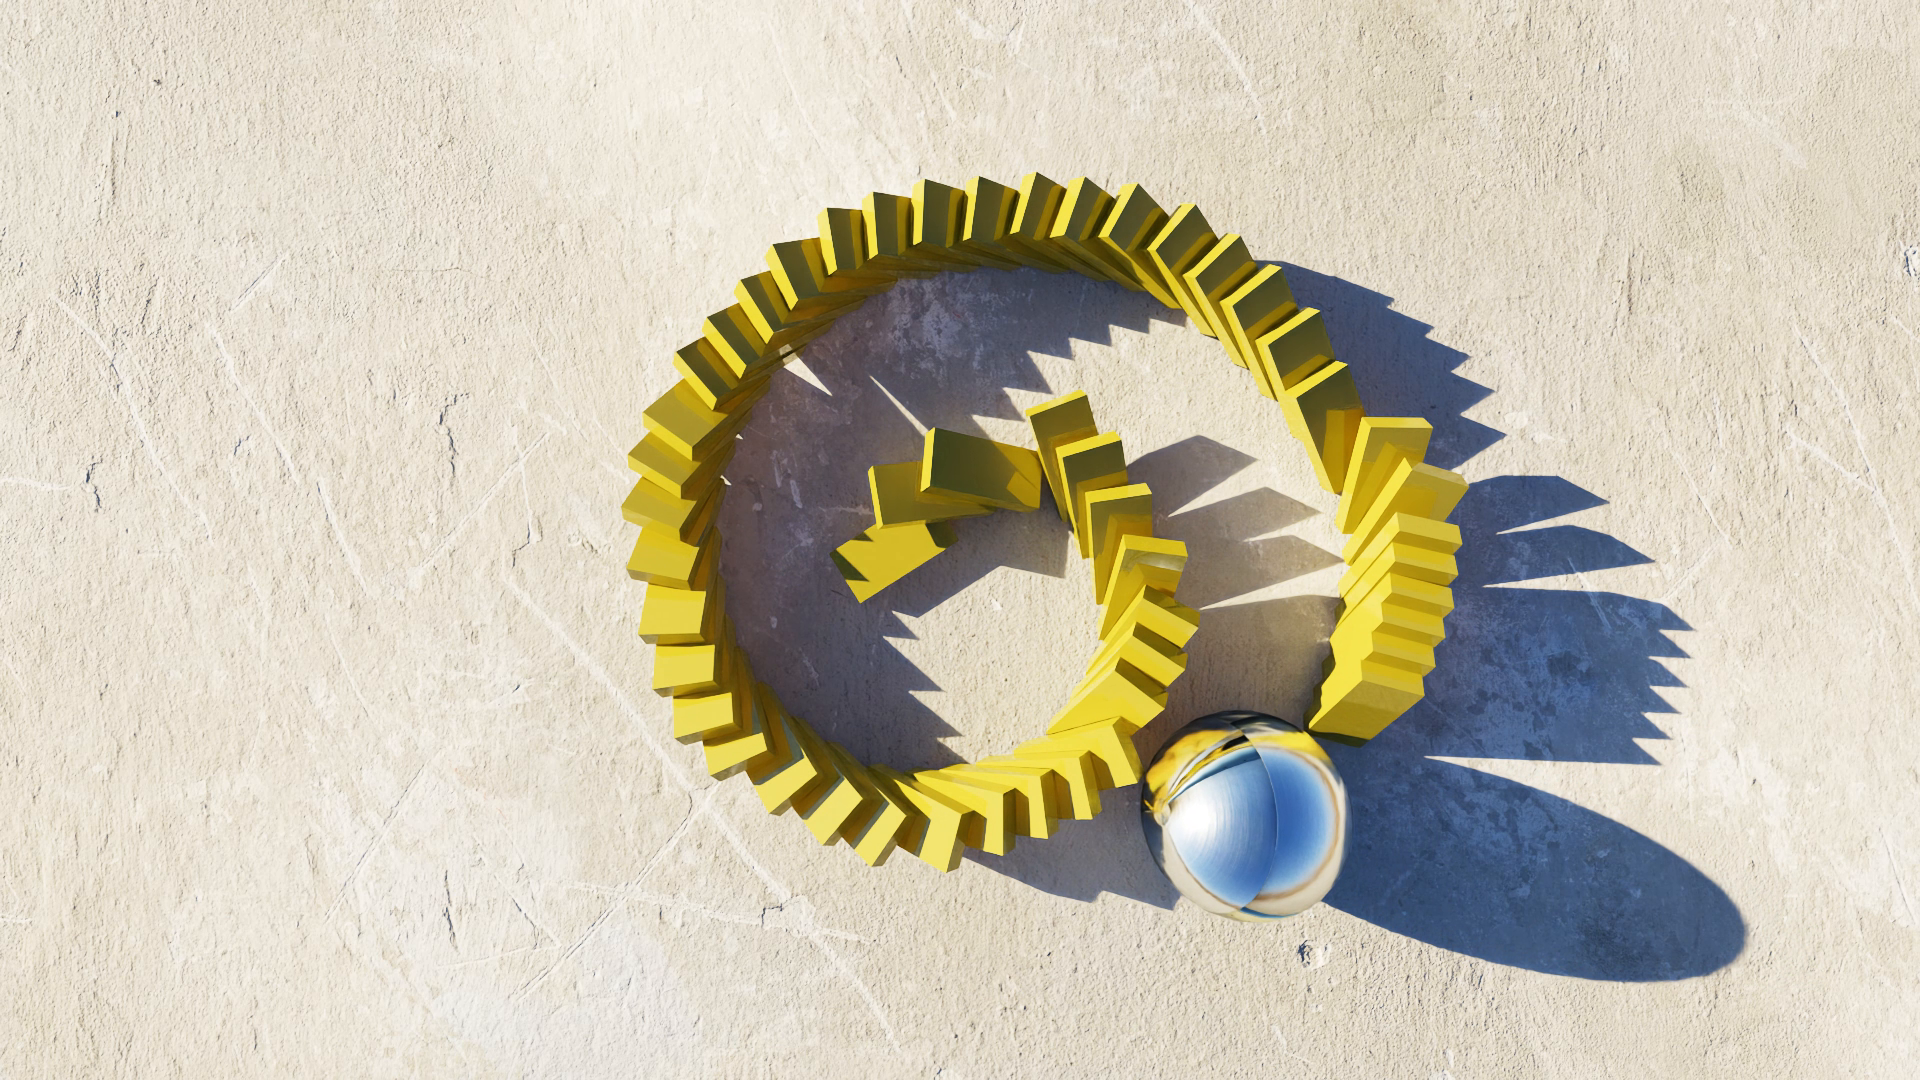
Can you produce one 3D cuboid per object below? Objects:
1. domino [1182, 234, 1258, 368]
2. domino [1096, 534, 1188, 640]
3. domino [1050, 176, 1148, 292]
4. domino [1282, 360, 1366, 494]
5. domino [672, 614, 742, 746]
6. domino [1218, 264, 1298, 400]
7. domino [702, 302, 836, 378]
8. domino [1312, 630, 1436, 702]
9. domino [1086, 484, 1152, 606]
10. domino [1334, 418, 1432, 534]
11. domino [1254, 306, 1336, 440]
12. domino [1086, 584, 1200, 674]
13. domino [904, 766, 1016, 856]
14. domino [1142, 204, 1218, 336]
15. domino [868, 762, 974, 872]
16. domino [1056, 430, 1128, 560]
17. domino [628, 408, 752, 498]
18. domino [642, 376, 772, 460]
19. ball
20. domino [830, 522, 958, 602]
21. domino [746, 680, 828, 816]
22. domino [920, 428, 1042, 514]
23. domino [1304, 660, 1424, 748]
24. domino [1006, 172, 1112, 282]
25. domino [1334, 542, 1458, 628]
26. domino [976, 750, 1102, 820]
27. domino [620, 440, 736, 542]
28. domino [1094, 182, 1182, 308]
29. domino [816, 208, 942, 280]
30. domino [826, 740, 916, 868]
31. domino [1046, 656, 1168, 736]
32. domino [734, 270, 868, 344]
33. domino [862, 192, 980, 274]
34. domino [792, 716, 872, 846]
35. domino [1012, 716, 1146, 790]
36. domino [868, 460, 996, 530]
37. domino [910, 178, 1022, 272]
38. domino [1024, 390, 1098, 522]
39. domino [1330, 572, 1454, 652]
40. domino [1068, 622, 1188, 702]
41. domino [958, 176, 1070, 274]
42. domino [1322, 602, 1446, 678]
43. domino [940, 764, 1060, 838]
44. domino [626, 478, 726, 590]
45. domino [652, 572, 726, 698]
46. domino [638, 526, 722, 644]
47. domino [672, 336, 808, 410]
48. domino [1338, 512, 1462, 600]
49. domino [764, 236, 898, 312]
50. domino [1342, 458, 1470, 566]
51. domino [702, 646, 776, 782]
[{"bbox_3d":[0.116,-0.099,0.383,0.025,0.010,0.050,-43,122,0],"label":"domino"},{"bbox_3d":[0.075,0.022,0.381,0.025,0.010,0.050,7,127,-2],"label":"domino"},{"bbox_3d":[0.062,-0.126,0.382,0.050,0.010,0.025,21,88,-34],"label":"domino"},{"bbox_3d":[0.157,-0.047,0.385,0.025,0.009,0.050,-33,115,0],"label":"domino"},{"bbox_3d":[-0.106,0.057,0.382,0.025,0.010,0.050,-16,58,4],"label":"domino"},{"bbox_3d":[0.130,-0.086,0.383,0.025,0.009,0.050,-38,122,0],"label":"domino"},{"bbox_3d":[-0.079,-0.090,0.381,0.025,0.010,0.050,50,54,1],"label":"domino"},{"bbox_3d":[0.169,0.057,0.377,0.025,0.050,0.010,14,53,0],"label":"domino"},{"bbox_3d":[0.067,0.002,0.383,0.025,0.010,0.050,-8,120,0],"label":"domino"},{"bbox_3d":[0.176,-0.026,0.383,0.025,0.010,0.050,1,122,0],"label":"domino"},{"bbox_3d":[0.145,-0.069,0.384,0.025,0.010,0.050,-33,119,0],"label":"domino"},{"bbox_3d":[0.075,0.044,0.381,0.025,0.010,0.050,28,128,0],"label":"domino"},{"bbox_3d":[-0.001,0.112,0.381,0.050,0.010,0.025,2,94,35],"label":"domino"},{"bbox_3d":[0.100,-0.112,0.382,0.025,0.009,0.050,-49,122,-2],"label":"domino"},{"bbox_3d":[-0.020,0.115,0.381,0.050,0.009,0.025,17,96,33],"label":"domino"},{"bbox_3d":[0.058,-0.018,0.383,0.025,0.009,0.050,-17,121,-2],"label":"domino"},{"bbox_3d":[-0.112,-0.043,0.382,0.025,0.009,0.050,31,57,2],"label":"domino"},{"bbox_3d":[-0.105,-0.058,0.381,0.025,0.010,0.050,35,57,5],"label":"domino"},{"bbox_3d":[0.112,0.107,0.360,0.080,0.080,0.080,0,90,0],"label":"ball"},{"bbox_3d":[-0.028,0.003,0.395,0.050,0.010,0.025,-32,90,0],"label":"domino"},{"bbox_3d":[-0.079,0.087,0.384,0.025,0.009,0.050,-40,60,0],"label":"domino"},{"bbox_3d":[0.010,-0.029,0.383,0.050,0.009,0.025,10,75,-22],"label":"domino"},{"bbox_3d":[0.165,0.068,0.377,0.025,0.050,0.010,15,53,0],"label":"domino"},{"bbox_3d":[0.045,-0.130,0.383,0.050,0.010,0.025,17,90,-31],"label":"domino"},{"bbox_3d":[0.178,0.022,0.377,0.025,0.050,0.009,12,53,0],"label":"domino"},{"bbox_3d":[0.032,0.103,0.382,0.050,0.010,0.025,-13,90,34],"label":"domino"},{"bbox_3d":[-0.116,-0.025,0.382,0.025,0.009,0.050,22,56,1],"label":"domino"},{"bbox_3d":[0.080,-0.122,0.382,0.050,0.010,0.025,31,86,-33],"label":"domino"},{"bbox_3d":[-0.033,-0.123,0.382,0.050,0.010,0.025,-10,90,-33],"label":"domino"},{"bbox_3d":[-0.044,0.109,0.383,0.050,0.010,0.025,35,91,31],"label":"domino"},{"bbox_3d":[0.060,0.072,0.381,0.025,0.010,0.050,37,128,-1],"label":"domino"},{"bbox_3d":[-0.066,-0.102,0.382,0.050,0.009,0.025,-32,89,-35],"label":"domino"},{"bbox_3d":[-0.016,-0.128,0.382,0.050,0.010,0.025,-4,89,-33],"label":"domino"},{"bbox_3d":[-0.061,0.100,0.383,0.050,0.010,0.025,41,92,30],"label":"domino"},{"bbox_3d":[0.049,0.092,0.382,0.050,0.009,0.025,-24,90,34],"label":"domino"},{"bbox_3d":[-0.011,-0.020,0.386,0.050,0.010,0.025,-8,82,-18],"label":"domino"},{"bbox_3d":[0.004,-0.131,0.382,0.050,0.010,0.025,3,90,-33],"label":"domino"},{"bbox_3d":[0.047,-0.035,0.386,0.025,0.009,0.050,-20,113,0],"label":"domino"},{"bbox_3d":[0.176,0.034,0.377,0.025,0.050,0.010,14,53,0],"label":"domino"},{"bbox_3d":[0.069,0.058,0.381,0.025,0.009,0.050,33,128,-1],"label":"domino"},{"bbox_3d":[0.025,-0.131,0.383,0.050,0.010,0.025,8,90,-31],"label":"domino"},{"bbox_3d":[0.173,0.046,0.377,0.025,0.050,0.010,14,53,0],"label":"domino"},{"bbox_3d":[0.016,0.108,0.381,0.050,0.009,0.025,-7,91,36],"label":"domino"},{"bbox_3d":[-0.118,-0.005,0.383,0.025,0.010,0.050,11,60,0],"label":"domino"},{"bbox_3d":[-0.112,0.039,0.382,0.025,0.010,0.050,-9,58,4],"label":"domino"},{"bbox_3d":[-0.116,0.018,0.383,0.025,0.010,0.050,-2,59,3],"label":"domino"},{"bbox_3d":[-0.091,-0.078,0.383,0.025,0.010,0.050,49,57,0],"label":"domino"},{"bbox_3d":[0.180,0.010,0.377,0.025,0.050,0.009,12,53,0],"label":"domino"},{"bbox_3d":[-0.053,-0.113,0.381,0.050,0.009,0.025,-23,86,-35],"label":"domino"},{"bbox_3d":[0.184,-0.008,0.381,0.025,0.009,0.050,15,126,-5],"label":"domino"},{"bbox_3d":[-0.096,0.072,0.383,0.025,0.010,0.050,-24,58,0],"label":"domino"}]
